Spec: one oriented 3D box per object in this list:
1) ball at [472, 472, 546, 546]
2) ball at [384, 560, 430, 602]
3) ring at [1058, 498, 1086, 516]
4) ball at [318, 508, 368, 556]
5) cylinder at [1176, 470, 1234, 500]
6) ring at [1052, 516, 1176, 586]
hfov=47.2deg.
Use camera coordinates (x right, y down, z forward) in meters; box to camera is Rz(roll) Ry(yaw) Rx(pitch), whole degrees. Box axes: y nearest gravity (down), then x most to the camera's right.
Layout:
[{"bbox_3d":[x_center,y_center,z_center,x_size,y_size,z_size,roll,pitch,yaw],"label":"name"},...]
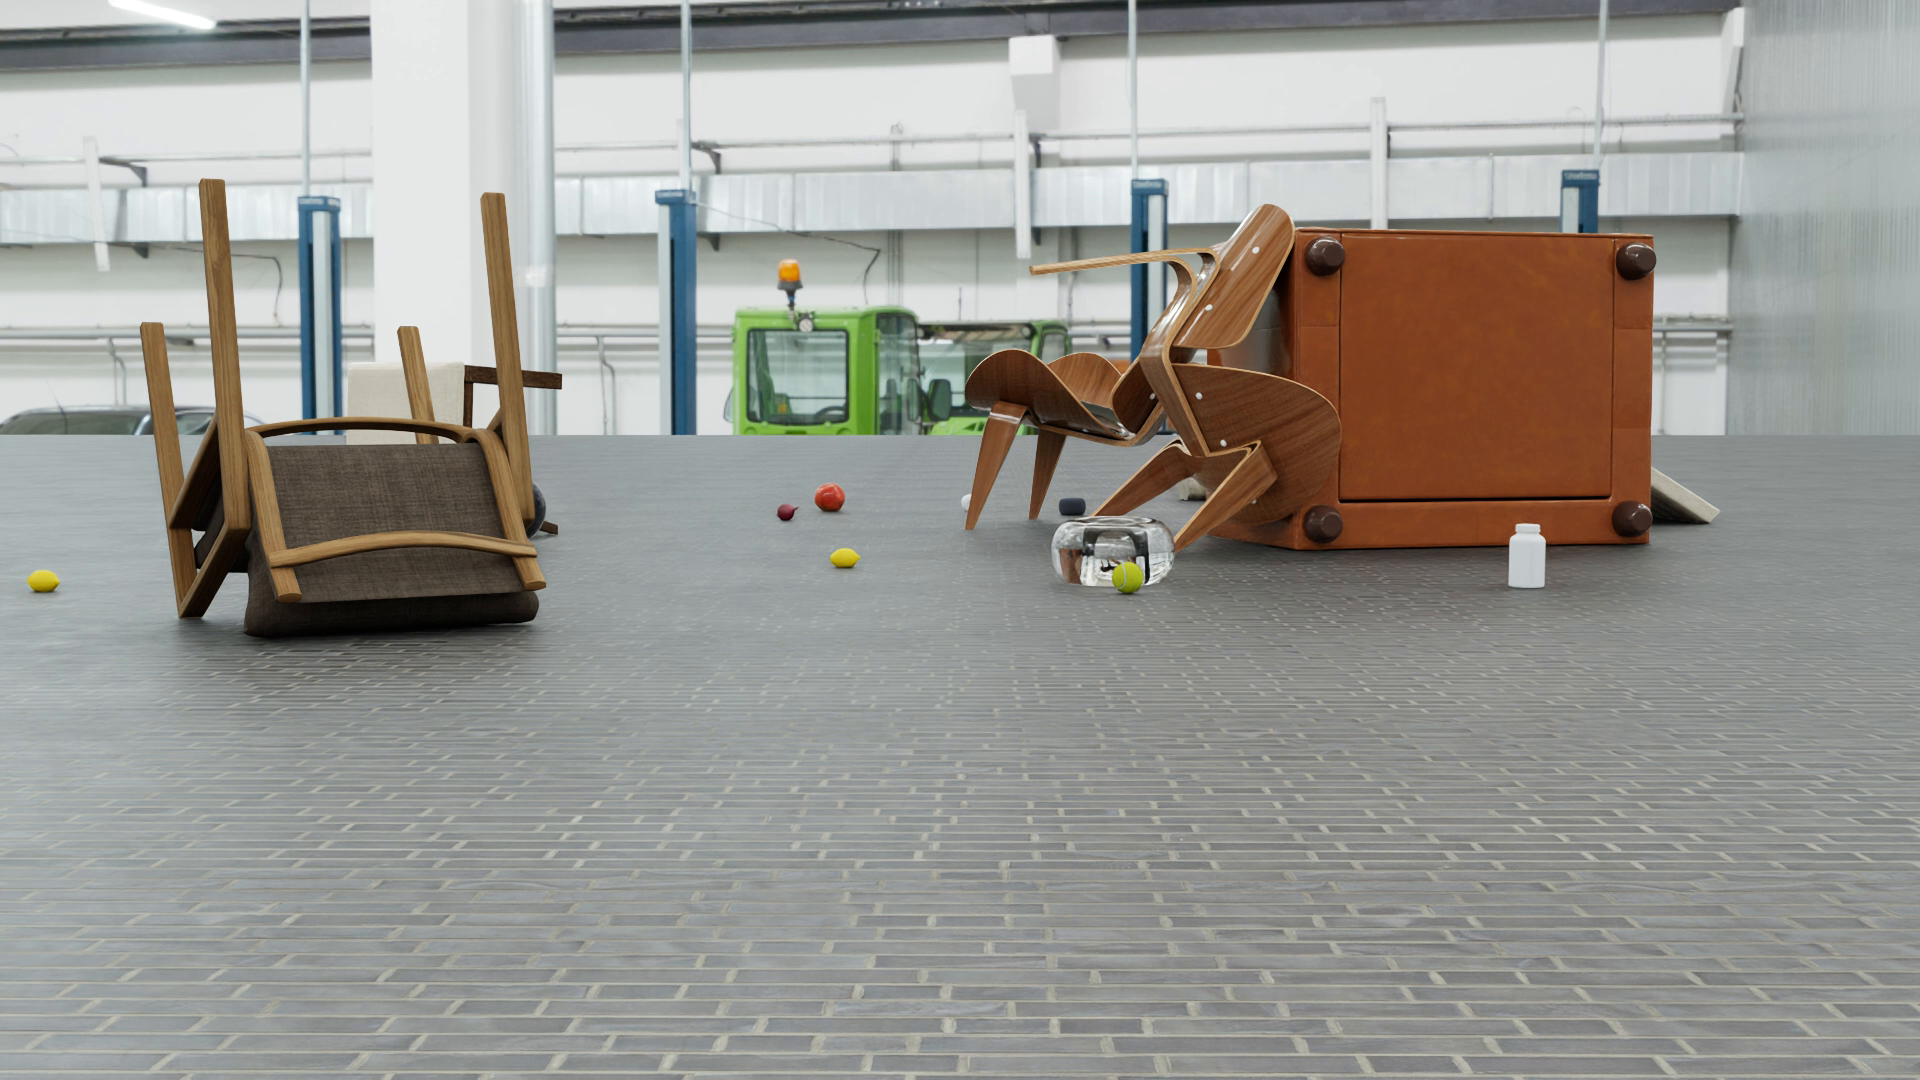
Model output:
[{"bbox_3d":[-1.297,-0.091,6.324,0.212,0.212,0.212,0,4,0],"label":"ball"},{"bbox_3d":[-1.162,0.087,4.621,0.091,0.091,0.091,0,4,0],"label":"ball"},{"bbox_3d":[0.402,-0.120,7.869,0.098,0.059,0.124,-2,3,-3],"label":"ring"},{"bbox_3d":[-1.653,-0.020,5.889,0.130,0.130,0.130,0,4,0],"label":"ball"},{"bbox_3d":[0.990,-0.224,8.900,0.180,0.122,0.186,-1,14,-11],"label":"cylinder"},{"bbox_3d":[0.357,0.026,5.123,0.280,0.145,0.314,4,7,34],"label":"ring"}]
